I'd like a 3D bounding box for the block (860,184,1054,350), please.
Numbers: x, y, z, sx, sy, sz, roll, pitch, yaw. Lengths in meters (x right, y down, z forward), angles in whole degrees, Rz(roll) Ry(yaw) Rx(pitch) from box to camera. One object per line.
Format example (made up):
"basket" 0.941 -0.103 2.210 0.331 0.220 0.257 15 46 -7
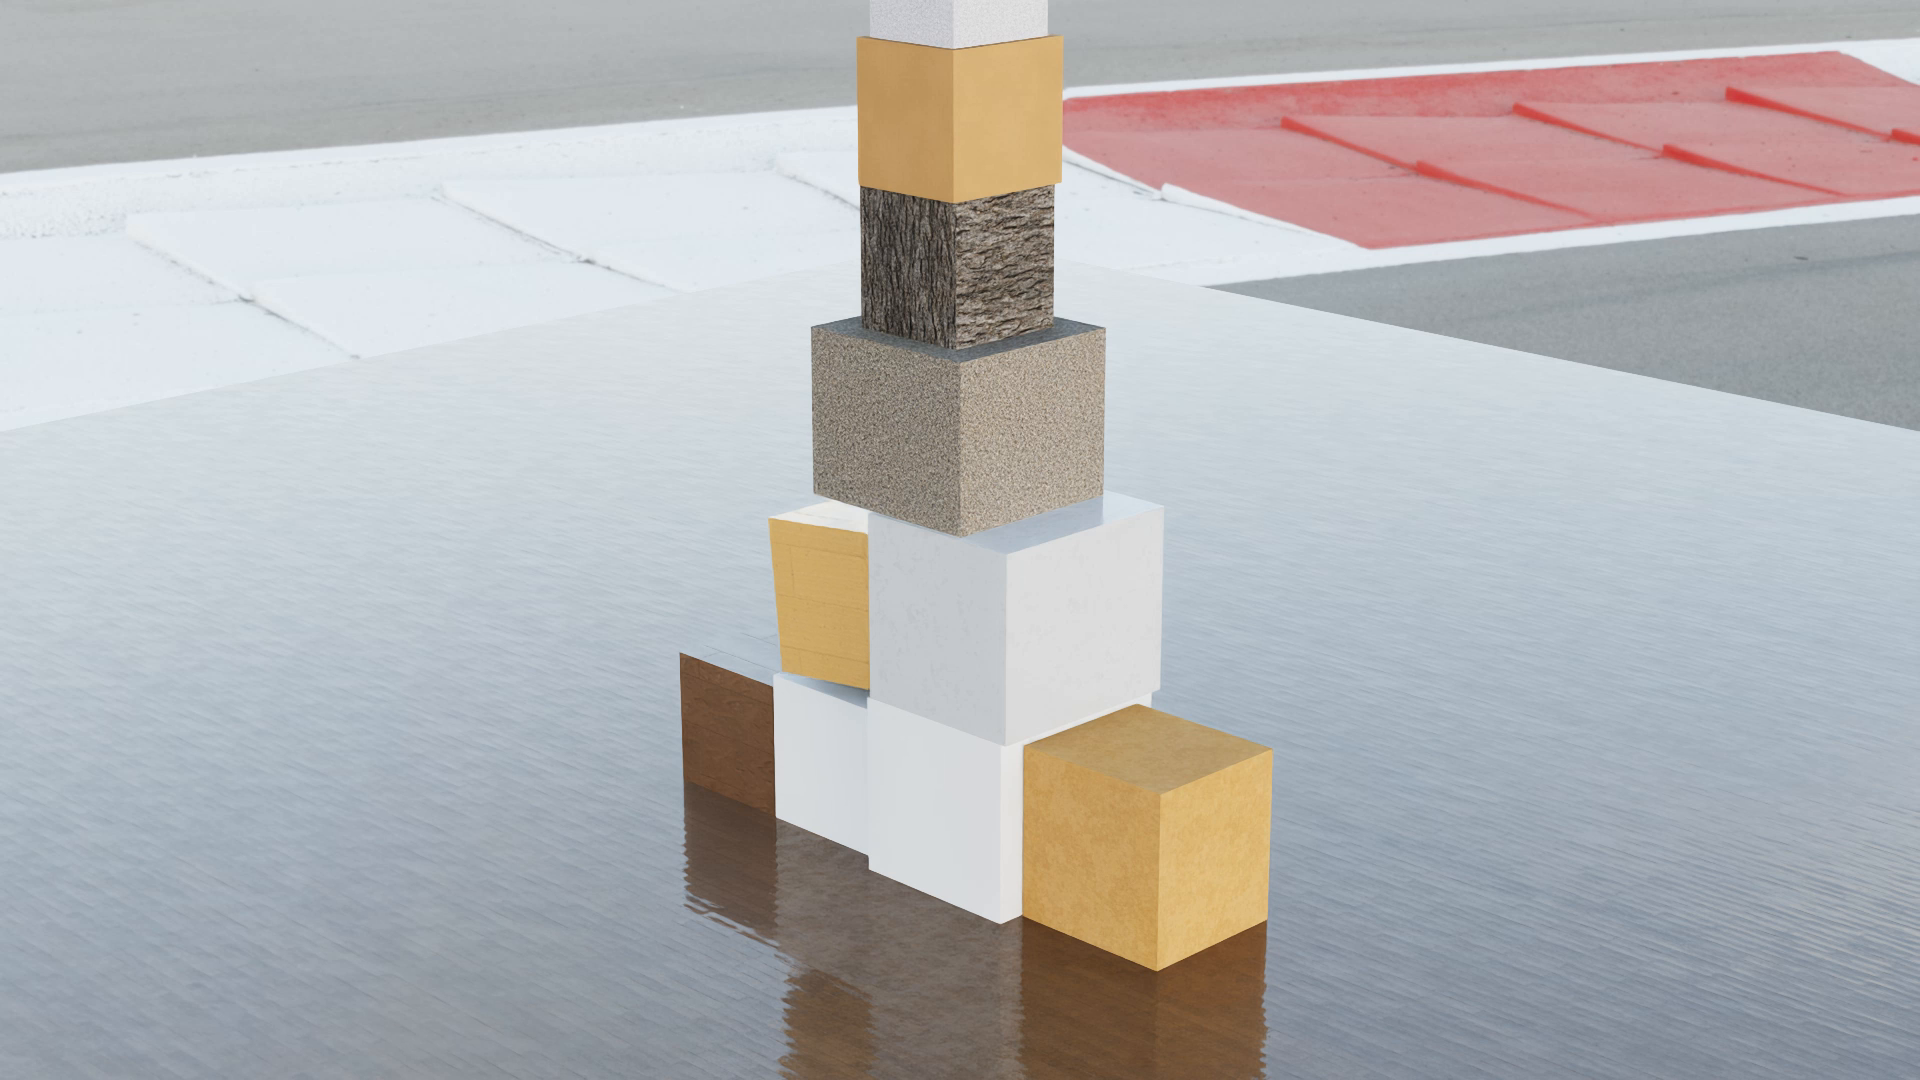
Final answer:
"block" -0.011 -1.251 12.937 0.610 0.641 0.598 -17 24 -42

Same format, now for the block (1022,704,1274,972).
"block" 0.821 1.289 12.890 0.740 0.811 0.792 -17 24 -42

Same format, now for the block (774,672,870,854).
"block" -0.345 0.984 14.001 0.773 0.728 0.755 -17 24 -42

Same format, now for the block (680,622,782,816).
"block" -0.869 0.860 14.497 0.749 0.667 0.686 -17 24 -42

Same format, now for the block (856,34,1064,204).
"block" 0.001 -1.868 12.756 0.672 0.644 0.591 -17 24 -42

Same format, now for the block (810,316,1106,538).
"block" -0.008 -0.577 13.152 0.913 0.776 0.943 -17 24 -42

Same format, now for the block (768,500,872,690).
"block" -0.333 0.209 13.742 0.812 0.744 0.692 -17 18 -42

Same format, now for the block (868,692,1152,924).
"block" 0.226 1.099 13.436 0.982 0.846 0.846 -17 24 -42

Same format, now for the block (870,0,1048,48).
"block" -0.005 -2.436 12.571 0.572 0.551 0.511 -17 24 -42

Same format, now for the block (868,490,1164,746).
"block" 0.253 0.281 13.175 1.010 0.873 0.854 -17 24 -42
